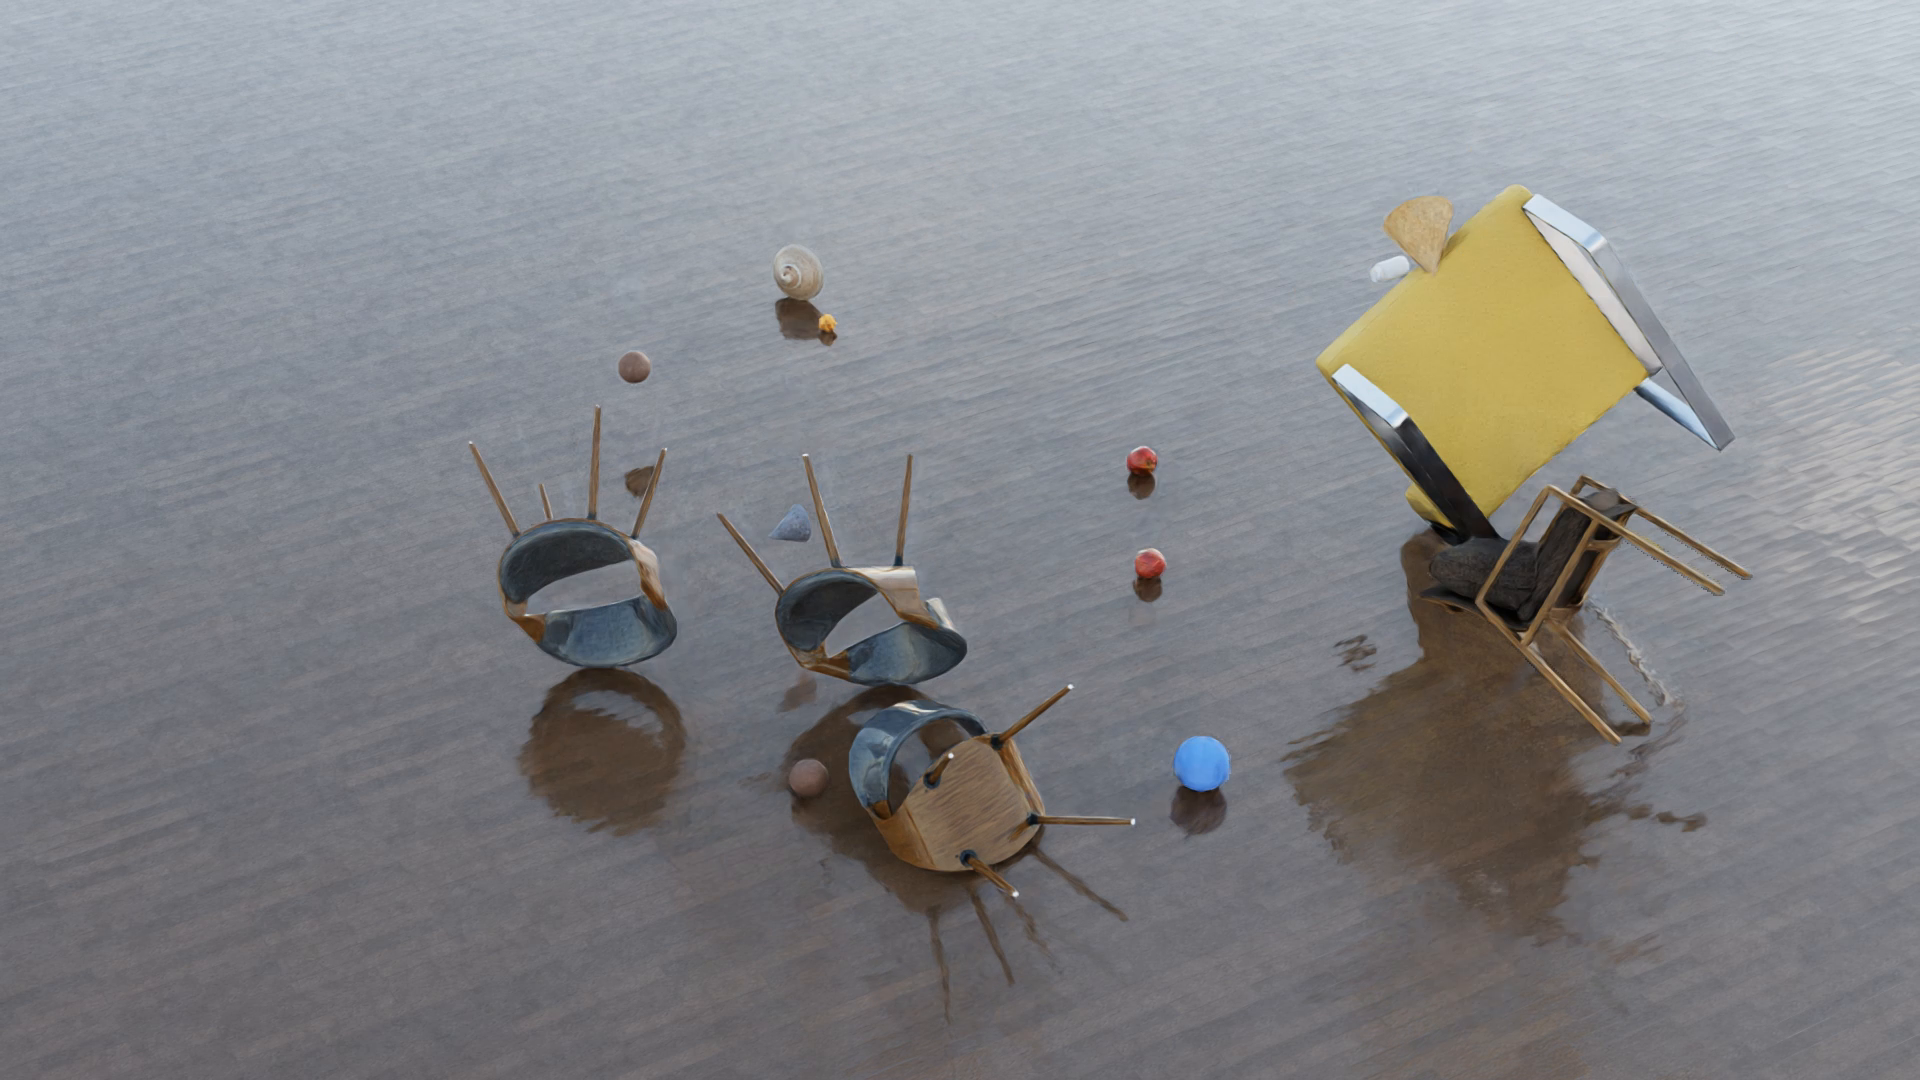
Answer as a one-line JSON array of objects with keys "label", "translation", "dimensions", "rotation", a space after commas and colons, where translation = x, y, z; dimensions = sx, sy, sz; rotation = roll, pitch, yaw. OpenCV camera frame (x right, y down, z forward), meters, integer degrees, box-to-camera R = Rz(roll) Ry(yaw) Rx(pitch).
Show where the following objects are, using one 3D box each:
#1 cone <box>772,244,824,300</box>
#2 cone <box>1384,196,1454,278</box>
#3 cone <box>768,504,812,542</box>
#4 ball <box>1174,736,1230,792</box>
[{"label": "cone", "translation": [-0.717, -1.118, 12.408], "dimensions": [0.250, 0.236, 0.144], "rotation": [42, 28, 8]}, {"label": "cone", "translation": [1.613, -1.007, 10.132], "dimensions": [0.234, 0.256, 0.263], "rotation": [12, 54, -31]}, {"label": "cone", "translation": [-0.619, -0.033, 10.330], "dimensions": [0.156, 0.146, 0.110], "rotation": [-26, 34, -38]}, {"label": "ball", "translation": [0.796, 0.736, 9.660], "dimensions": [0.184, 0.184, 0.184], "rotation": [0, 33, 0]}]
